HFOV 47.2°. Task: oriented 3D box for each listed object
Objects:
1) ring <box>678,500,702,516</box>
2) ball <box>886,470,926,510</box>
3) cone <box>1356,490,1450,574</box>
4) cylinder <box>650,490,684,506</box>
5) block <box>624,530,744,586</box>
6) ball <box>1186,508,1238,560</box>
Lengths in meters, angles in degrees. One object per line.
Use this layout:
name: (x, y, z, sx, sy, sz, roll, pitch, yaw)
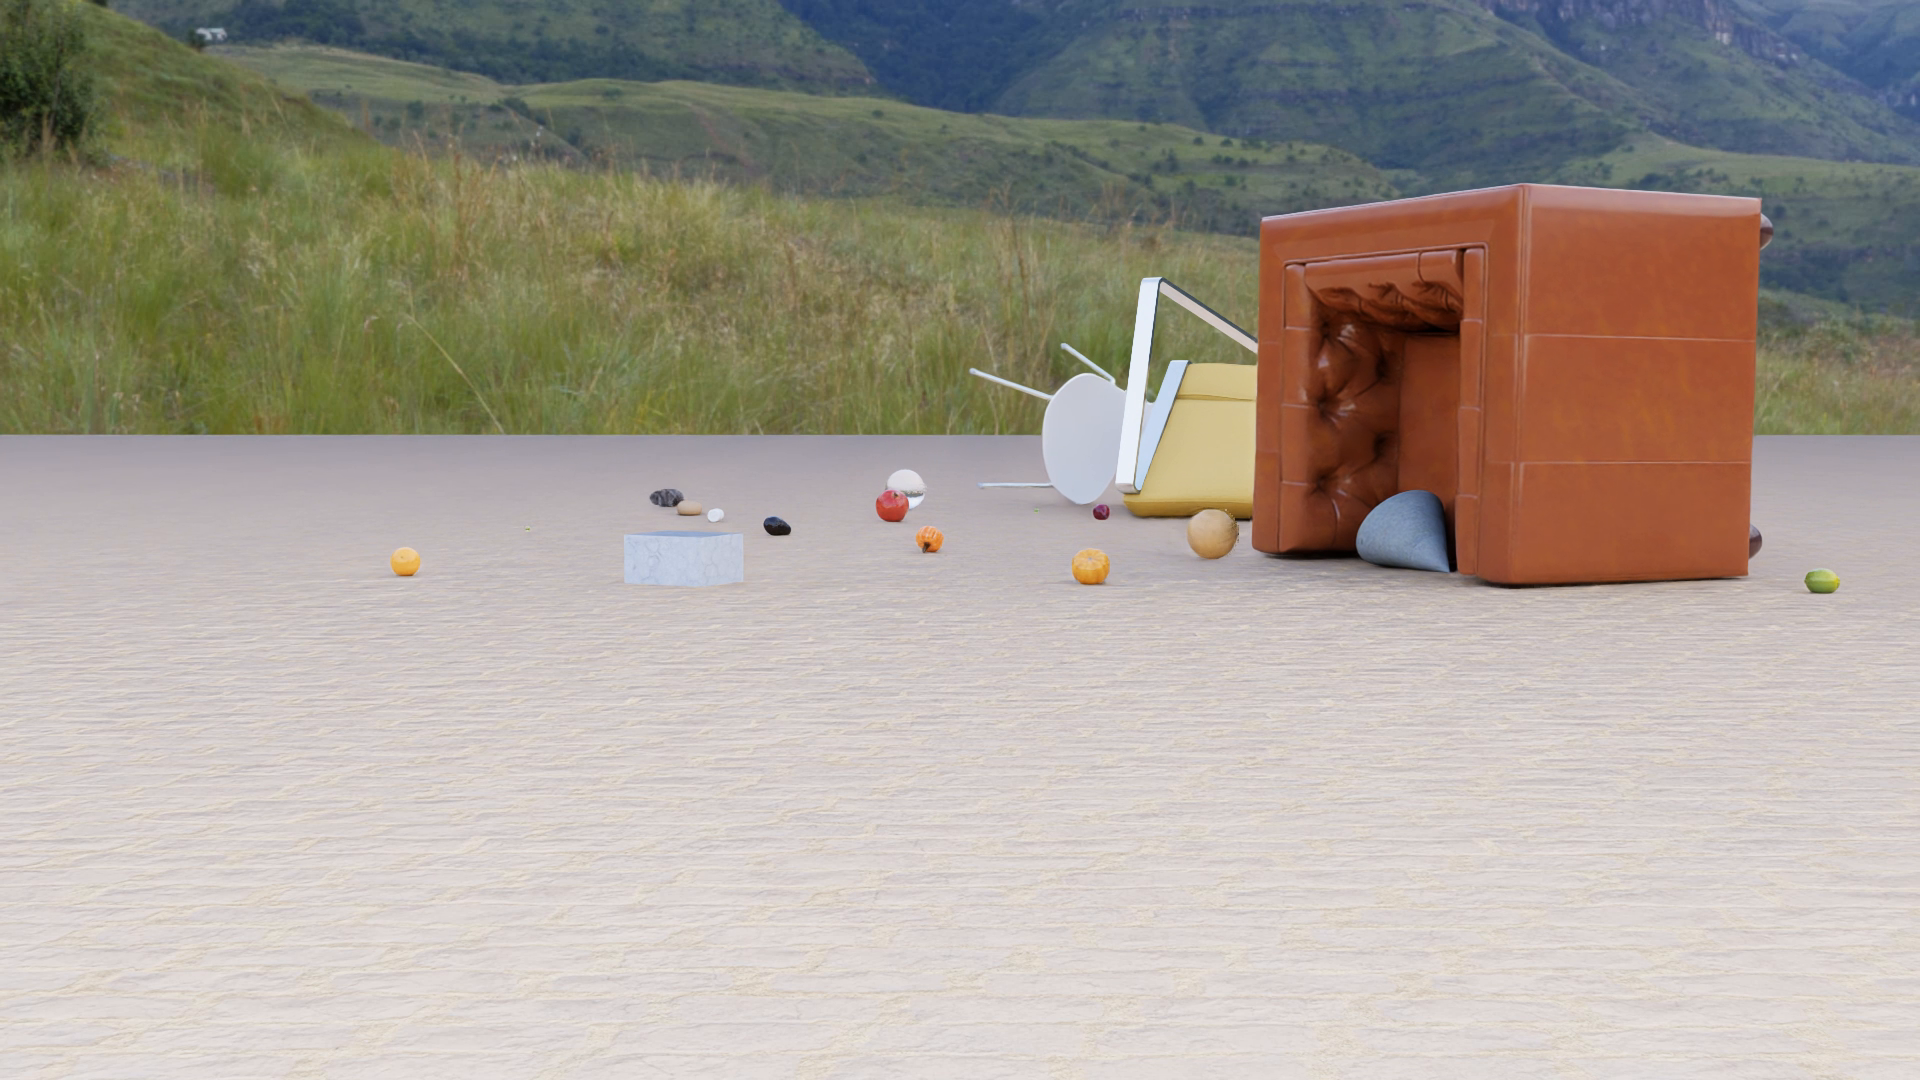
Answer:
ring: (-0.970, -0.115, 7.892, 0.089, 0.045, 0.221, 1, 5, -4)
ball: (-0.203, -0.187, 8.176, 0.150, 0.150, 0.150, 0, 4, 0)
cone: (1.154, 0.026, 5.457, 0.255, 0.213, 0.228, -17, 35, -15)
cylinder: (-1.120, -0.159, 8.408, 0.116, 0.062, 0.061, 3, 5, 30)
block: (-0.641, 0.042, 5.114, 0.213, 0.112, 0.173, 2, 4, 28)
ball: (0.664, -0.015, 5.798, 0.133, 0.133, 0.133, 0, 4, 0)
